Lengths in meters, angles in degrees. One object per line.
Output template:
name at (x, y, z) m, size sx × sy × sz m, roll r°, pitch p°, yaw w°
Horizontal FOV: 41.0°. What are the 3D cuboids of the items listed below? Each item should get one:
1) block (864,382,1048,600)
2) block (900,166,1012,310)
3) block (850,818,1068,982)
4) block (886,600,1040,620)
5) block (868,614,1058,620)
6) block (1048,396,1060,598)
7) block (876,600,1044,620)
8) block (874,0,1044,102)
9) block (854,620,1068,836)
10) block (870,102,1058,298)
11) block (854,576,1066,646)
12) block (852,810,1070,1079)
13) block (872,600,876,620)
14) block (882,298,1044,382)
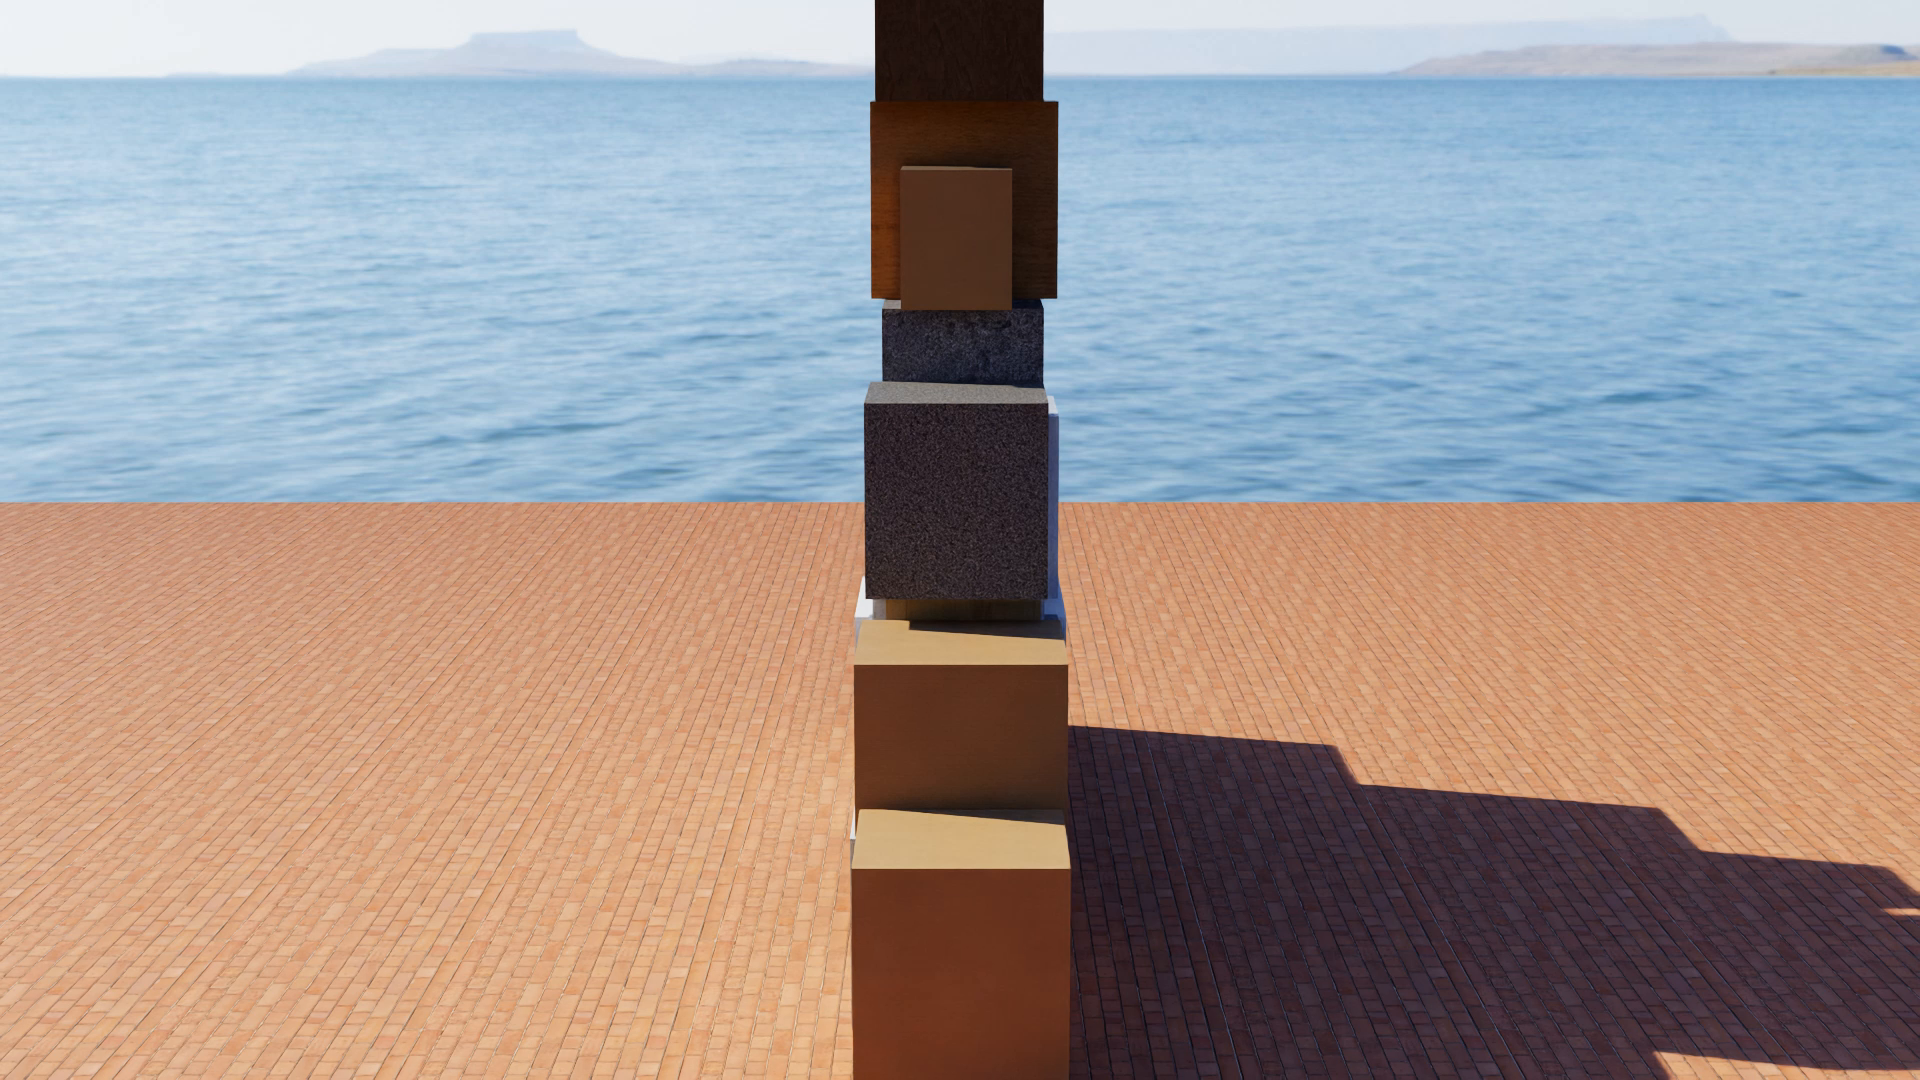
block at (-0.014, -0.210, 10.224) m, size 0.707 × 0.764 × 0.708 m, roll 0°, pitch 10°, yaw 0°
block at (-0.015, -1.252, 10.582) m, size 0.450 × 0.562 × 0.499 m, roll 0°, pitch 10°, yaw 0°
block at (-0.004, 1.384, 9.902) m, size 0.802 × 0.734 × 0.837 m, roll 0°, pitch 10°, yaw 0°
block at (0.014, 0.469, 10.457) m, size 0.609 × 0.656 × 0.641 m, roll 0°, pitch 10°, yaw 0°
block at (0.015, 0.936, 11.546) m, size 0.874 × 1.028 × 0.948 m, roll 0°, pitch 10°, yaw 0°
block at (0.009, -0.224, 12.663) m, size 0.925 × 0.883 × 0.800 m, roll 0°, pitch 10°, yaw 0°
block at (-0.001, 0.059, 11.145) m, size 0.709 × 0.842 × 0.840 m, roll 0°, pitch 10°, yaw 0°
block at (-0.003, -2.128, 10.807) m, size 0.693 × 0.552 × 0.577 m, roll 0°, pitch 10°, yaw 0°
block at (0.004, 0.704, 9.771) m, size 0.782 × 0.651 × 0.772 m, roll 0°, pitch 10°, yaw 0°
block at (0.018, -1.491, 11.173) m, size 0.790 × 0.826 × 0.719 m, roll 0°, pitch 10°, yaw 0°
block at (0.003, 0.770, 12.498) m, size 0.984 × 1.013 × 0.965 m, roll 0°, pitch 10°, yaw 0°
block at (0.004, 1.468, 9.121) m, size 0.744 × 0.848 × 0.710 m, roll 0°, pitch 10°, yaw 0°
block at (-0.011, -0.044, 11.926) m, size 0.771 × 0.766 × 0.705 m, roll 0°, pitch 10°, yaw 0°
block at (0.012, -0.662, 10.834) m, size 0.660 × 0.688 × 0.633 m, roll 0°, pitch 10°, yaw 0°
